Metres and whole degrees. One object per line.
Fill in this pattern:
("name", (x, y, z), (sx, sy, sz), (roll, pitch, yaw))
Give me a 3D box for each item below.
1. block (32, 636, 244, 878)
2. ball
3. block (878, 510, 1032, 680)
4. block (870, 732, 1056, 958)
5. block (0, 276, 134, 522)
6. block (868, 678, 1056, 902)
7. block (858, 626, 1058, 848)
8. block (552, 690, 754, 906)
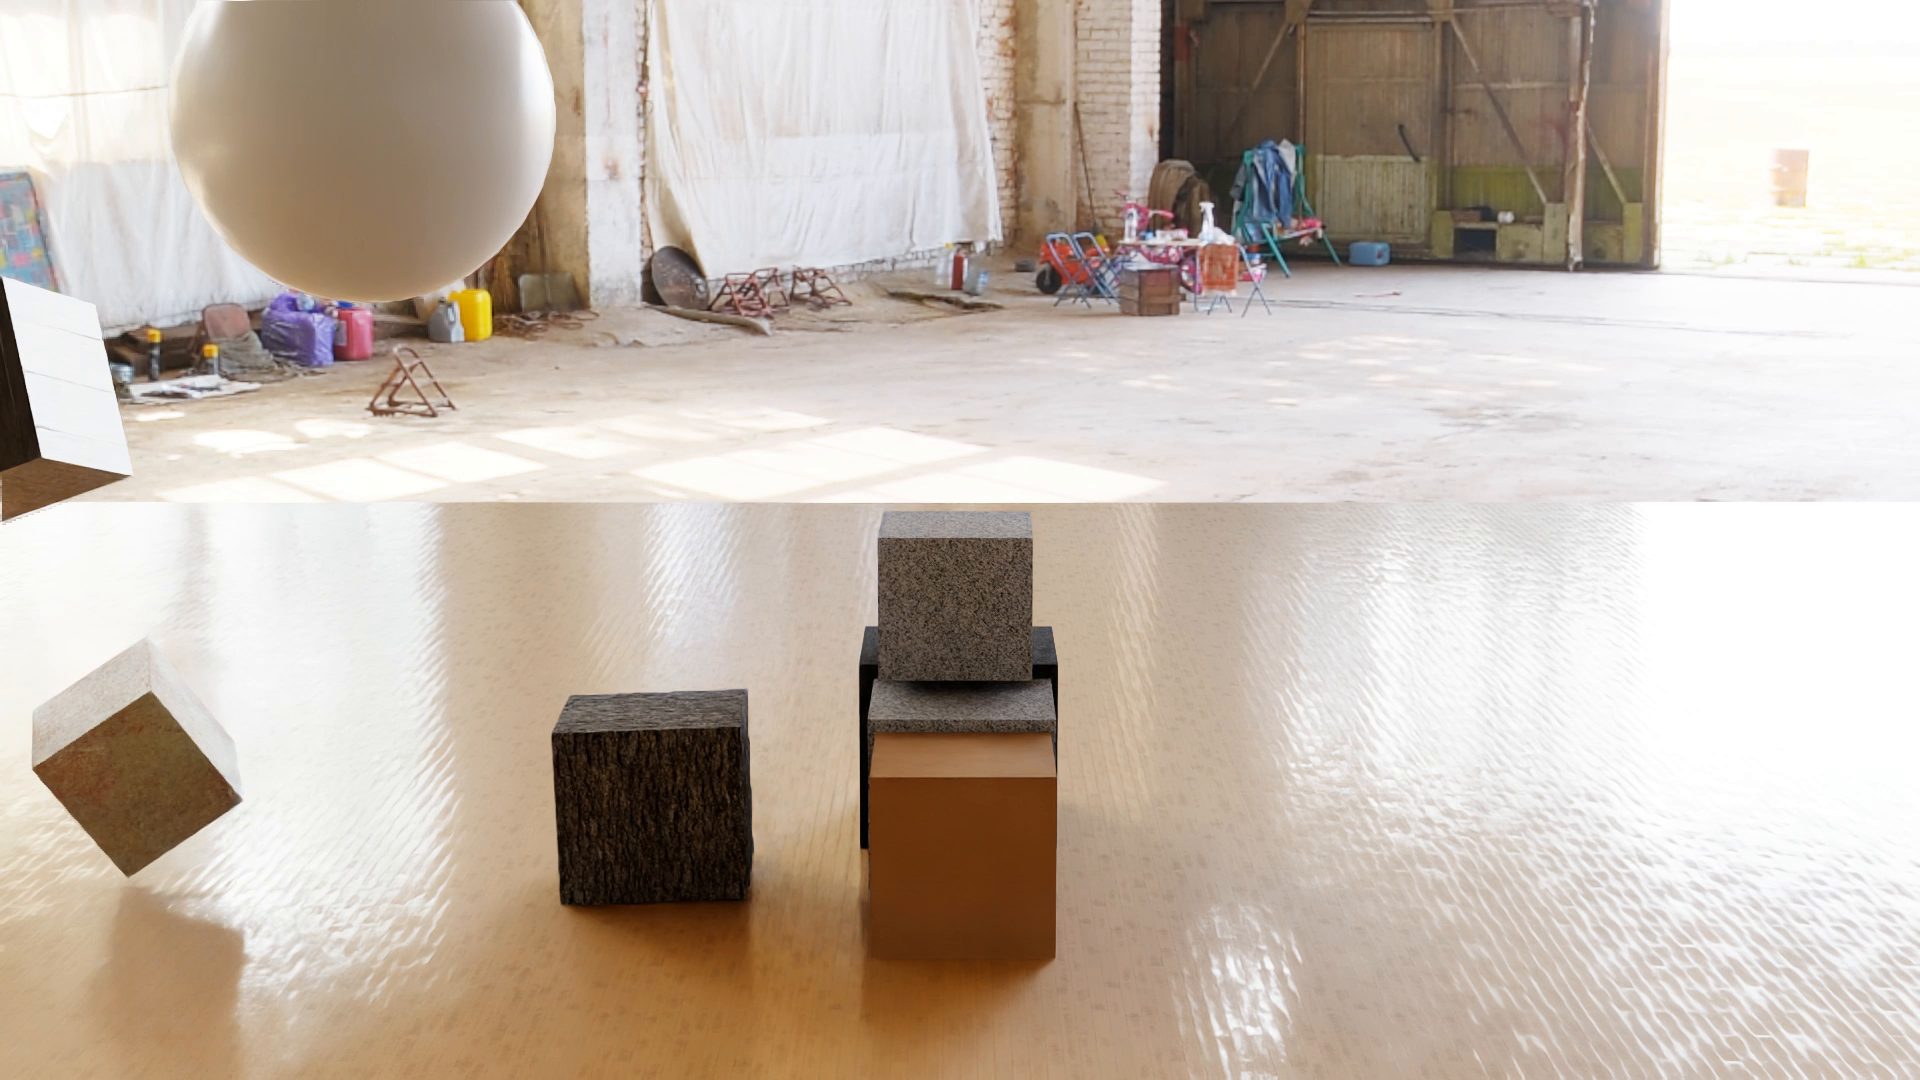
("block", (-3.663, 0.959, 11.425), (0.602, 0.669, 0.643), (-34, 27, -5))
("ball", (-2.517, -1.804, 10.852), (1.600, 1.600, 1.600), (0, 10, 0))
("block", (-0.017, 0.243, 11.597), (0.679, 0.639, 0.699), (0, 10, 1))
("block", (0.013, 1.248, 10.602), (0.744, 0.751, 0.712), (0, 10, 0))
("block", (-4.181, -0.594, 11.175), (0.707, 0.809, 0.675), (-18, -9, 13))
("block", (0.009, 1.090, 11.321), (0.800, 0.804, 0.749), (0, 10, 0))
("block", (-0.007, 0.917, 12.100), (0.903, 0.867, 0.814), (0, 10, 0))
("block", (-1.331, 1.115, 11.246), (0.795, 0.753, 0.719), (-2, 10, -2))
